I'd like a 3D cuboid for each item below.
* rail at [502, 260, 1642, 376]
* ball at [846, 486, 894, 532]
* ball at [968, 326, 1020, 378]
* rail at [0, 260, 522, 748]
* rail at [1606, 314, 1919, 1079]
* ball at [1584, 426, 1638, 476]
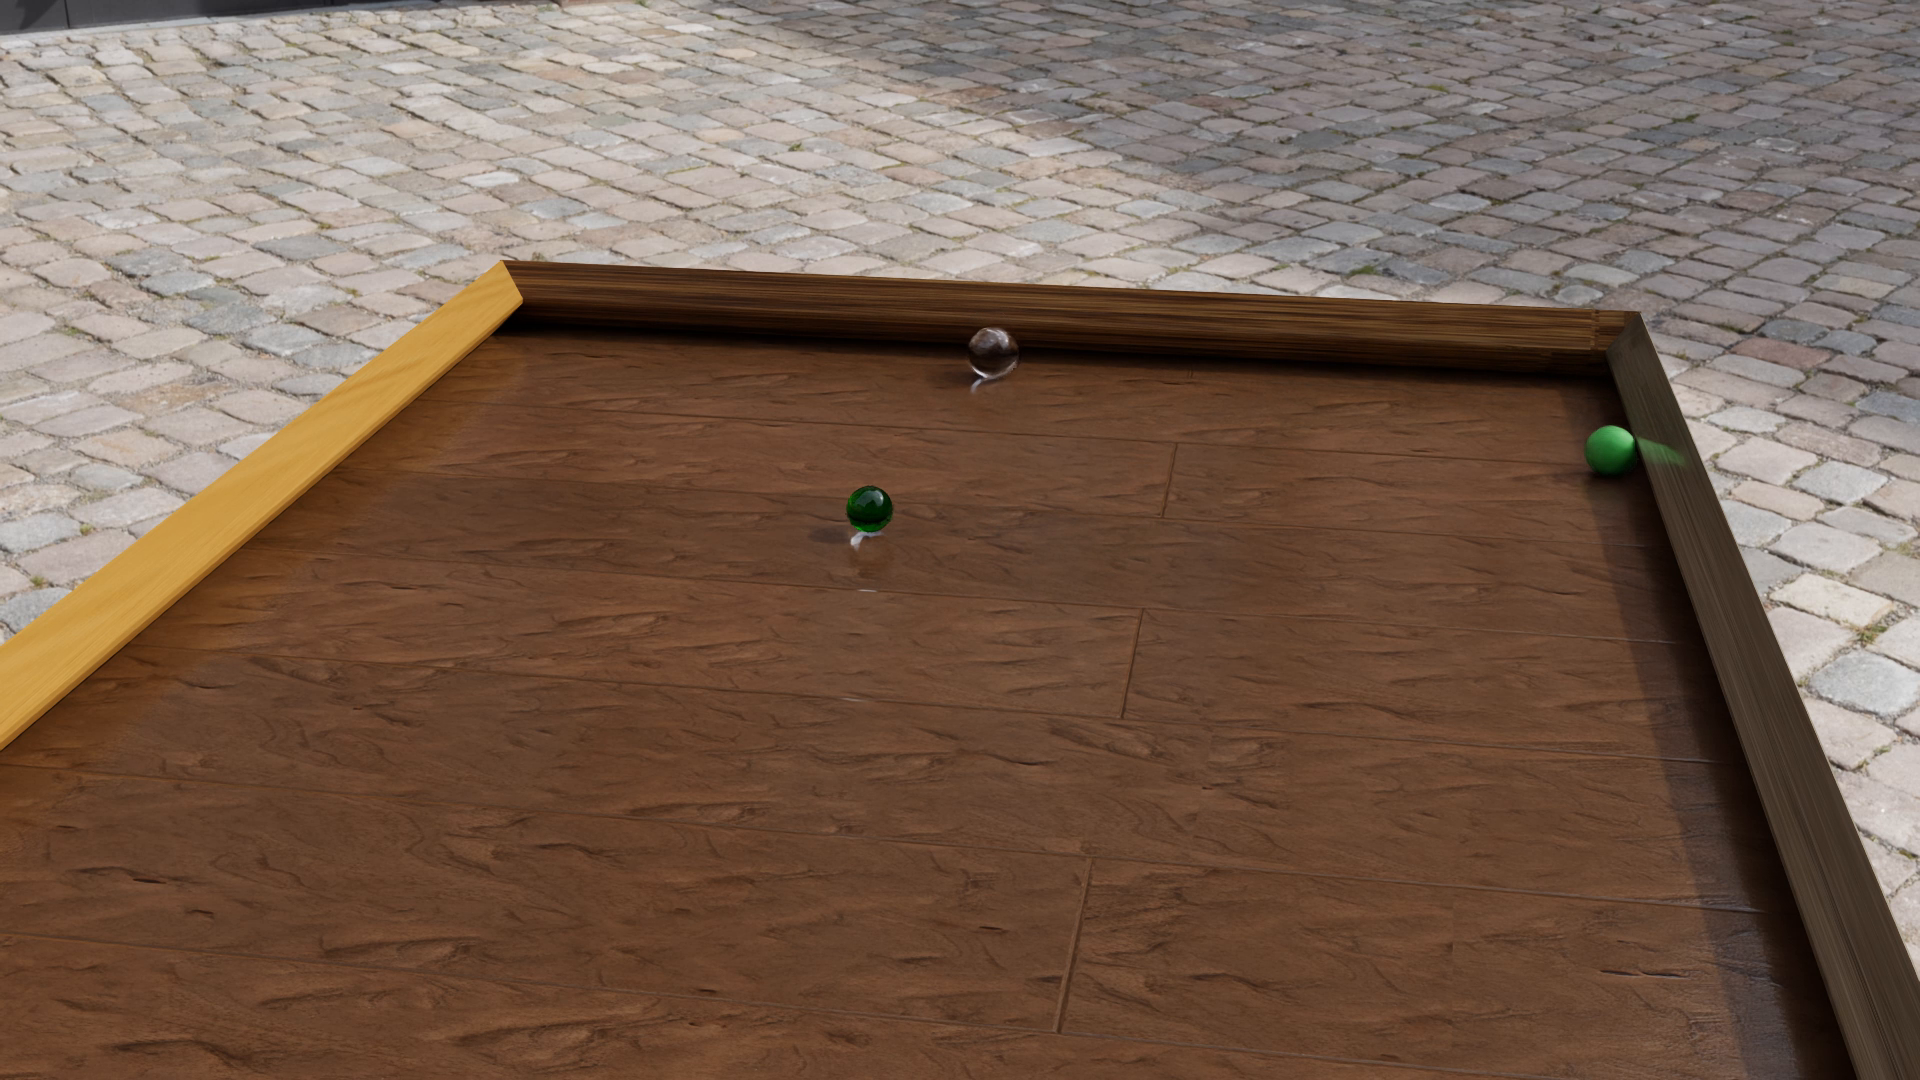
[{"bbox_3d":[0.120,-0.304,3.049,1.591,0.091,0.045,4,23,8],"label":"rail"},{"bbox_3d":[-0.101,-0.035,2.464,0.052,0.052,0.052,0,23,0],"label":"ball"},{"bbox_3d":[0.045,-0.252,2.955,0.070,0.070,0.070,0,23,0],"label":"ball"},{"bbox_3d":[-0.886,0.236,1.773,0.045,0.091,3.103,4,23,8],"label":"rail"},{"bbox_3d":[0.638,0.332,1.546,0.045,0.091,3.103,4,23,8],"label":"rail"},{"bbox_3d":[0.776,-0.106,2.623,0.060,0.060,0.060,0,23,0],"label":"ball"}]
